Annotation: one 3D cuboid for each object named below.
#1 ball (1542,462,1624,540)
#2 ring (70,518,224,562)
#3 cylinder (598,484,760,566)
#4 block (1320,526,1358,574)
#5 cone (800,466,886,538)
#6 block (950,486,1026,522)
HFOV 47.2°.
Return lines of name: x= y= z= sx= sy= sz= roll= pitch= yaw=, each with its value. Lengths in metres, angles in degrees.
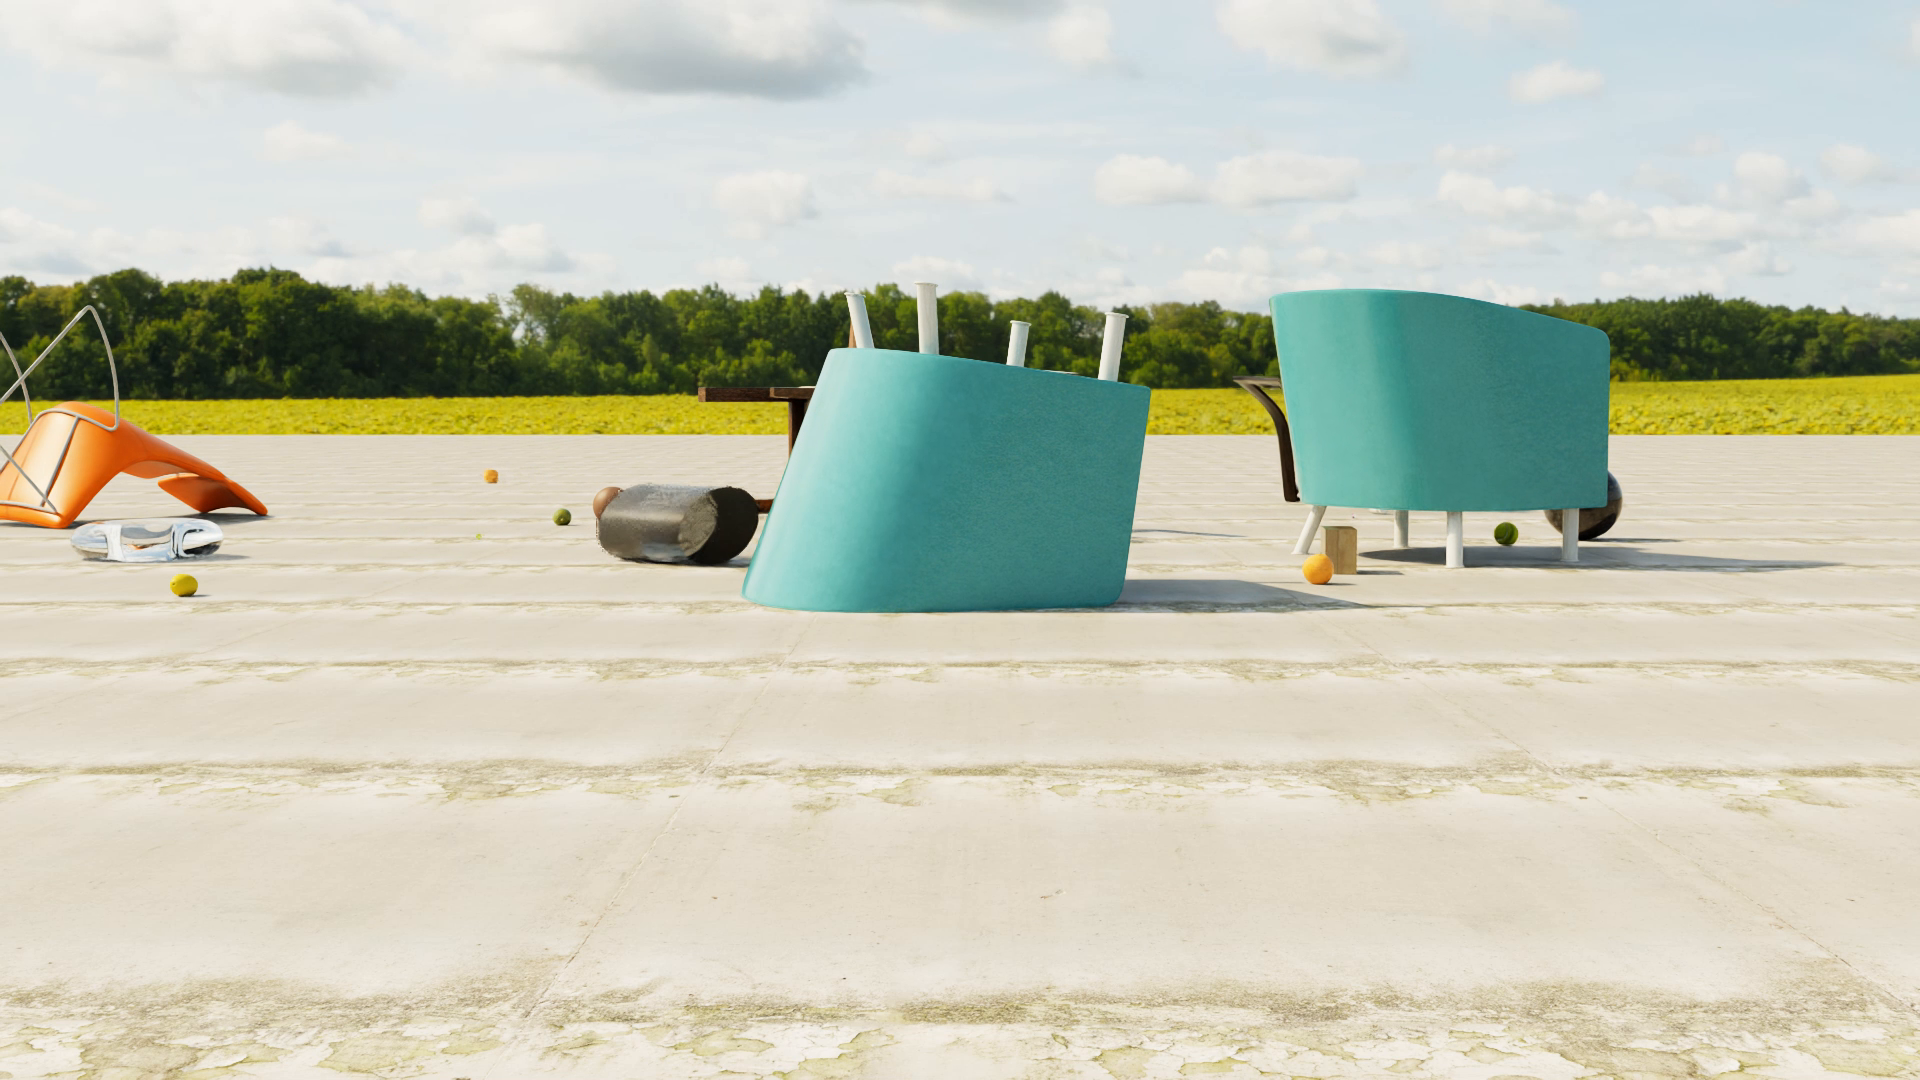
ball: x=1.851 y=-0.117 z=6.542 sx=0.234 sy=0.234 sz=0.234 roll=0 pitch=4 yaw=0
ring: x=-2.158 y=-0.001 z=5.841 sx=0.394 sy=0.099 sz=0.348 roll=0 pitch=5 yaw=7
cylinder: x=-0.733 y=-0.043 z=5.725 sx=0.308 sy=0.191 sz=0.289 roll=3 pitch=20 yaw=40
block: x=0.928 y=0.025 z=5.390 sx=0.076 sy=0.109 sz=0.145 roll=0 pitch=4 yaw=5
cone: x=-0.391 y=-0.069 z=6.769 sx=0.280 sy=0.239 sz=0.209 roll=25 pitch=-35 yaw=-9
block: x=0.098 y=-0.123 z=7.528 sx=0.209 sy=0.111 sz=0.153 roll=3 pitch=5 yaw=35
